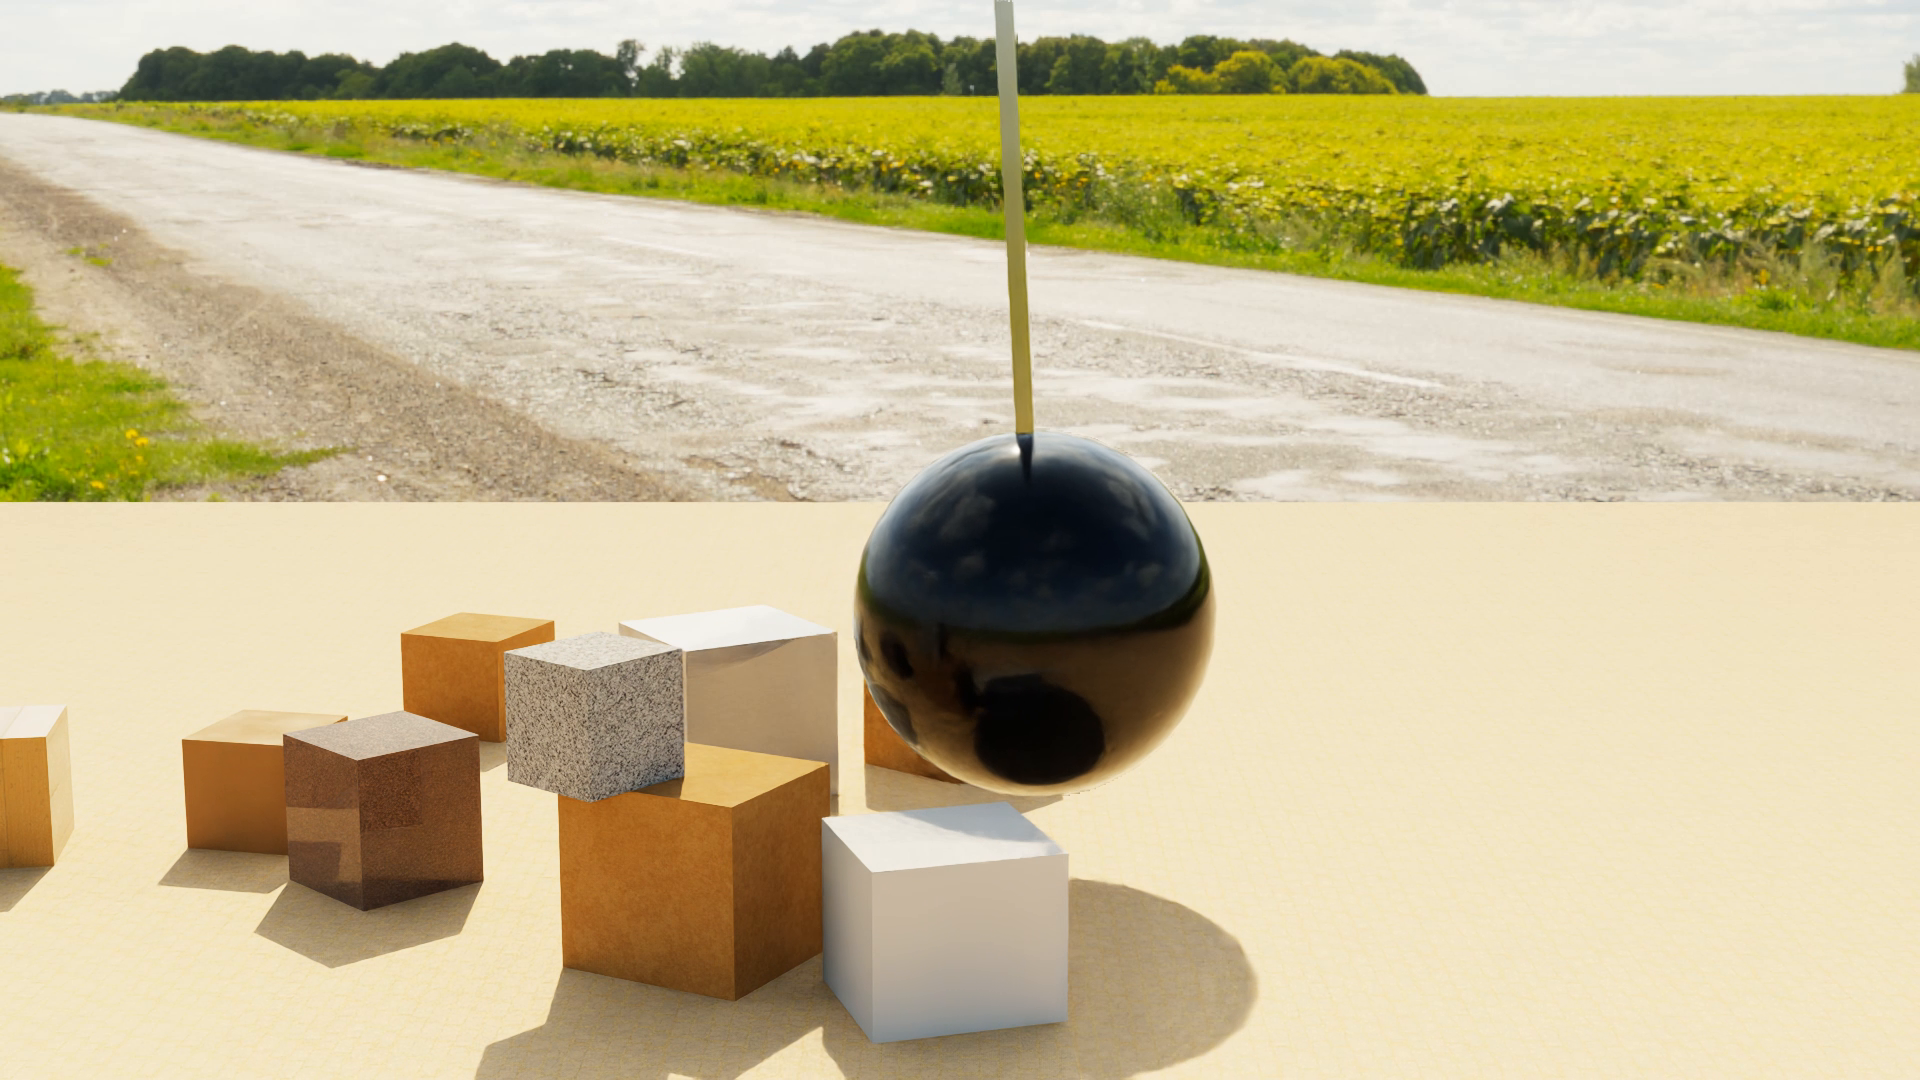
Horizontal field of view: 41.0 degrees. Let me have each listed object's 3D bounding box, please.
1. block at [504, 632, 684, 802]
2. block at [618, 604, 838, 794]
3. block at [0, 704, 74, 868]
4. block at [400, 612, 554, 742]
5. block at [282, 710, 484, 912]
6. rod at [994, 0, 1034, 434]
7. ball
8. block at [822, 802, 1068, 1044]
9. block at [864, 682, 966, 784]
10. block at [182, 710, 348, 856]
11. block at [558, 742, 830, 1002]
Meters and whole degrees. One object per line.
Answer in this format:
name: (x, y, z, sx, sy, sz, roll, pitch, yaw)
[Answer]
block: (-1.430, 0.683, 10.051, 0.479, 0.517, 0.499, 9, 13, 39)
block: (-1.148, 0.831, 12.715, 0.818, 0.817, 0.773, -6, 12, -31)
block: (-4.463, 1.127, 11.692, 0.697, 0.599, 0.603, -2, 10, -10)
block: (-2.612, 0.740, 13.963, 0.598, 0.548, 0.592, 4, 11, 21)
block: (-2.528, 1.174, 11.254, 0.604, 0.663, 0.614, -10, 14, -43)
rod: (0.141, -3.020, 10.631, 0.080, 5.200, 0.080, -3, 10, 1)
ball: (0.324, 0.320, 11.239, 1.600, 1.600, 1.600, 0, 10, 0)
block: (-0.067, 1.443, 9.799, 0.758, 0.655, 0.722, -3, 11, -17)
block: (-0.011, 0.758, 13.238, 0.640, 0.773, 0.737, 9, 13, 40)
block: (-3.220, 1.122, 11.953, 0.540, 0.516, 0.573, 2, 11, 13)
block: (-1.053, 1.299, 10.265, 0.817, 0.771, 0.716, 5, 12, 28)
